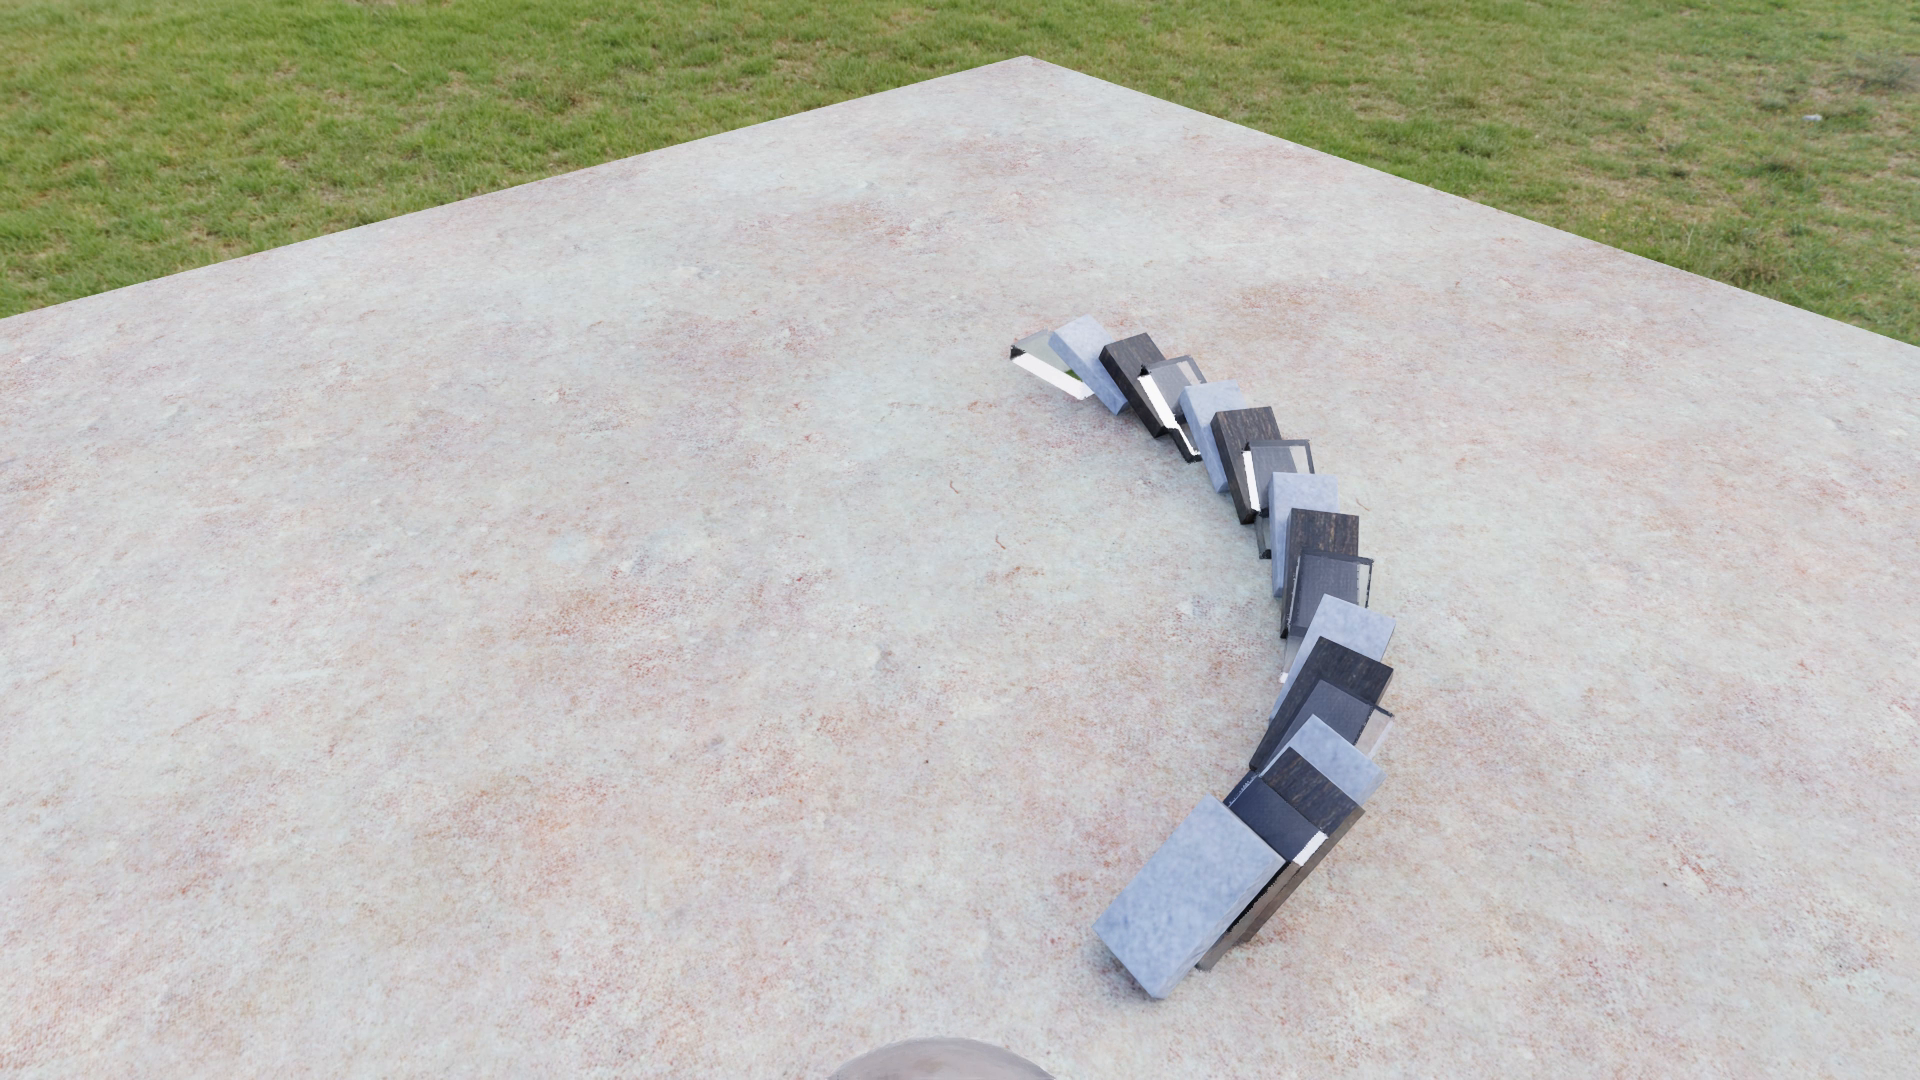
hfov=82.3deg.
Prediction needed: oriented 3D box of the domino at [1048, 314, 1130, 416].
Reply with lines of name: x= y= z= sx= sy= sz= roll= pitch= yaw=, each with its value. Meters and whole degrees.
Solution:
domino: x=0.069 y=-0.085 z=0.532 sx=0.025 sy=0.010 sz=0.050 roll=-31 pitch=73 yaw=-31

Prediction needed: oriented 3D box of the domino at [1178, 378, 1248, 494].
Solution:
domino: x=0.117 y=-0.046 z=0.485 sx=0.025 sy=0.010 sz=0.050 roll=-10 pitch=64 yaw=-12

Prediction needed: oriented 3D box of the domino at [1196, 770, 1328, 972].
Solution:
domino: x=0.076 y=0.092 z=0.308 sx=0.050 sy=0.009 sz=0.025 roll=-50 pitch=51 yaw=2

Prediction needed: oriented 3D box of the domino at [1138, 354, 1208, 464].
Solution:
domino: x=0.105 y=-0.060 z=0.502 sx=0.025 sy=0.010 sz=0.050 roll=-16 pitch=65 yaw=-19

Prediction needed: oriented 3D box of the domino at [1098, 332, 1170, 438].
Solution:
domino: x=0.090 y=-0.073 z=0.518 sx=0.025 sy=0.010 sz=0.050 roll=-21 pitch=67 yaw=-23

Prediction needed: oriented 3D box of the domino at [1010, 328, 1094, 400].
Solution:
domino: x=0.052 y=-0.089 z=0.552 sx=0.025 sy=0.010 sz=0.050 roll=-29 pitch=47 yaw=-31

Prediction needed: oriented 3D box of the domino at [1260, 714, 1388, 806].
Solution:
domino: x=0.099 y=0.079 z=0.324 sx=0.050 sy=0.009 sz=0.025 roll=-50 pitch=51 yaw=2

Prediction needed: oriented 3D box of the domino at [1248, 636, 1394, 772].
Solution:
domino: x=0.117 y=0.058 z=0.356 sx=0.025 sy=0.010 sz=0.050 roll=26 pitch=72 yaw=28

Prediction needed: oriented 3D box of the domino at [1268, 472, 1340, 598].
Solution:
domino: x=0.135 y=-0.002 z=0.430 sx=0.025 sy=0.009 sz=0.050 roll=3 pitch=64 yaw=4

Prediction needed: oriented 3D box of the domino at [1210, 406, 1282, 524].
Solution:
domino: x=0.126 y=-0.032 z=0.467 sx=0.025 sy=0.010 sz=0.050 roll=-6 pitch=64 yaw=-8

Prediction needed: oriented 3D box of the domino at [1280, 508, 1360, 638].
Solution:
domino: x=0.135 y=0.014 z=0.411 sx=0.025 sy=0.010 sz=0.050 roll=7 pitch=65 yaw=9

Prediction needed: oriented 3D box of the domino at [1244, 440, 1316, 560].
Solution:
domino: x=0.132 y=-0.017 z=0.448 sx=0.025 sy=0.010 sz=0.050 roll=-1 pitch=64 yaw=-1

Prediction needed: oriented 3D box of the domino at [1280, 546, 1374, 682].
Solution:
domino: x=0.131 y=0.029 z=0.393 sx=0.025 sy=0.009 sz=0.050 roll=11 pitch=65 yaw=13

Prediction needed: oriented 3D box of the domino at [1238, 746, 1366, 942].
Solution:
domino: x=0.088 y=0.087 z=0.315 sx=0.050 sy=0.009 sz=0.025 roll=-49 pitch=51 yaw=3

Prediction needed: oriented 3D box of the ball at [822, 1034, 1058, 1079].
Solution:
ball: x=-0.004 y=0.141 z=0.216 sx=0.080 sy=0.080 sz=0.080 roll=0 pitch=39 yaw=0

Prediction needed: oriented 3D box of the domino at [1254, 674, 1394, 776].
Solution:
domino: x=0.109 y=0.069 z=0.339 sx=0.025 sy=0.009 sz=0.050 roll=31 pitch=81 yaw=32

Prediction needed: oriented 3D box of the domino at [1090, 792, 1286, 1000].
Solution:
domino: x=0.062 y=0.097 z=0.302 sx=0.050 sy=0.010 sz=0.025 roll=-50 pitch=51 yaw=2

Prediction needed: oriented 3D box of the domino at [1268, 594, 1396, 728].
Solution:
domino: x=0.126 y=0.045 z=0.373 sx=0.025 sy=0.009 sz=0.050 roll=21 pitch=68 yaw=24
